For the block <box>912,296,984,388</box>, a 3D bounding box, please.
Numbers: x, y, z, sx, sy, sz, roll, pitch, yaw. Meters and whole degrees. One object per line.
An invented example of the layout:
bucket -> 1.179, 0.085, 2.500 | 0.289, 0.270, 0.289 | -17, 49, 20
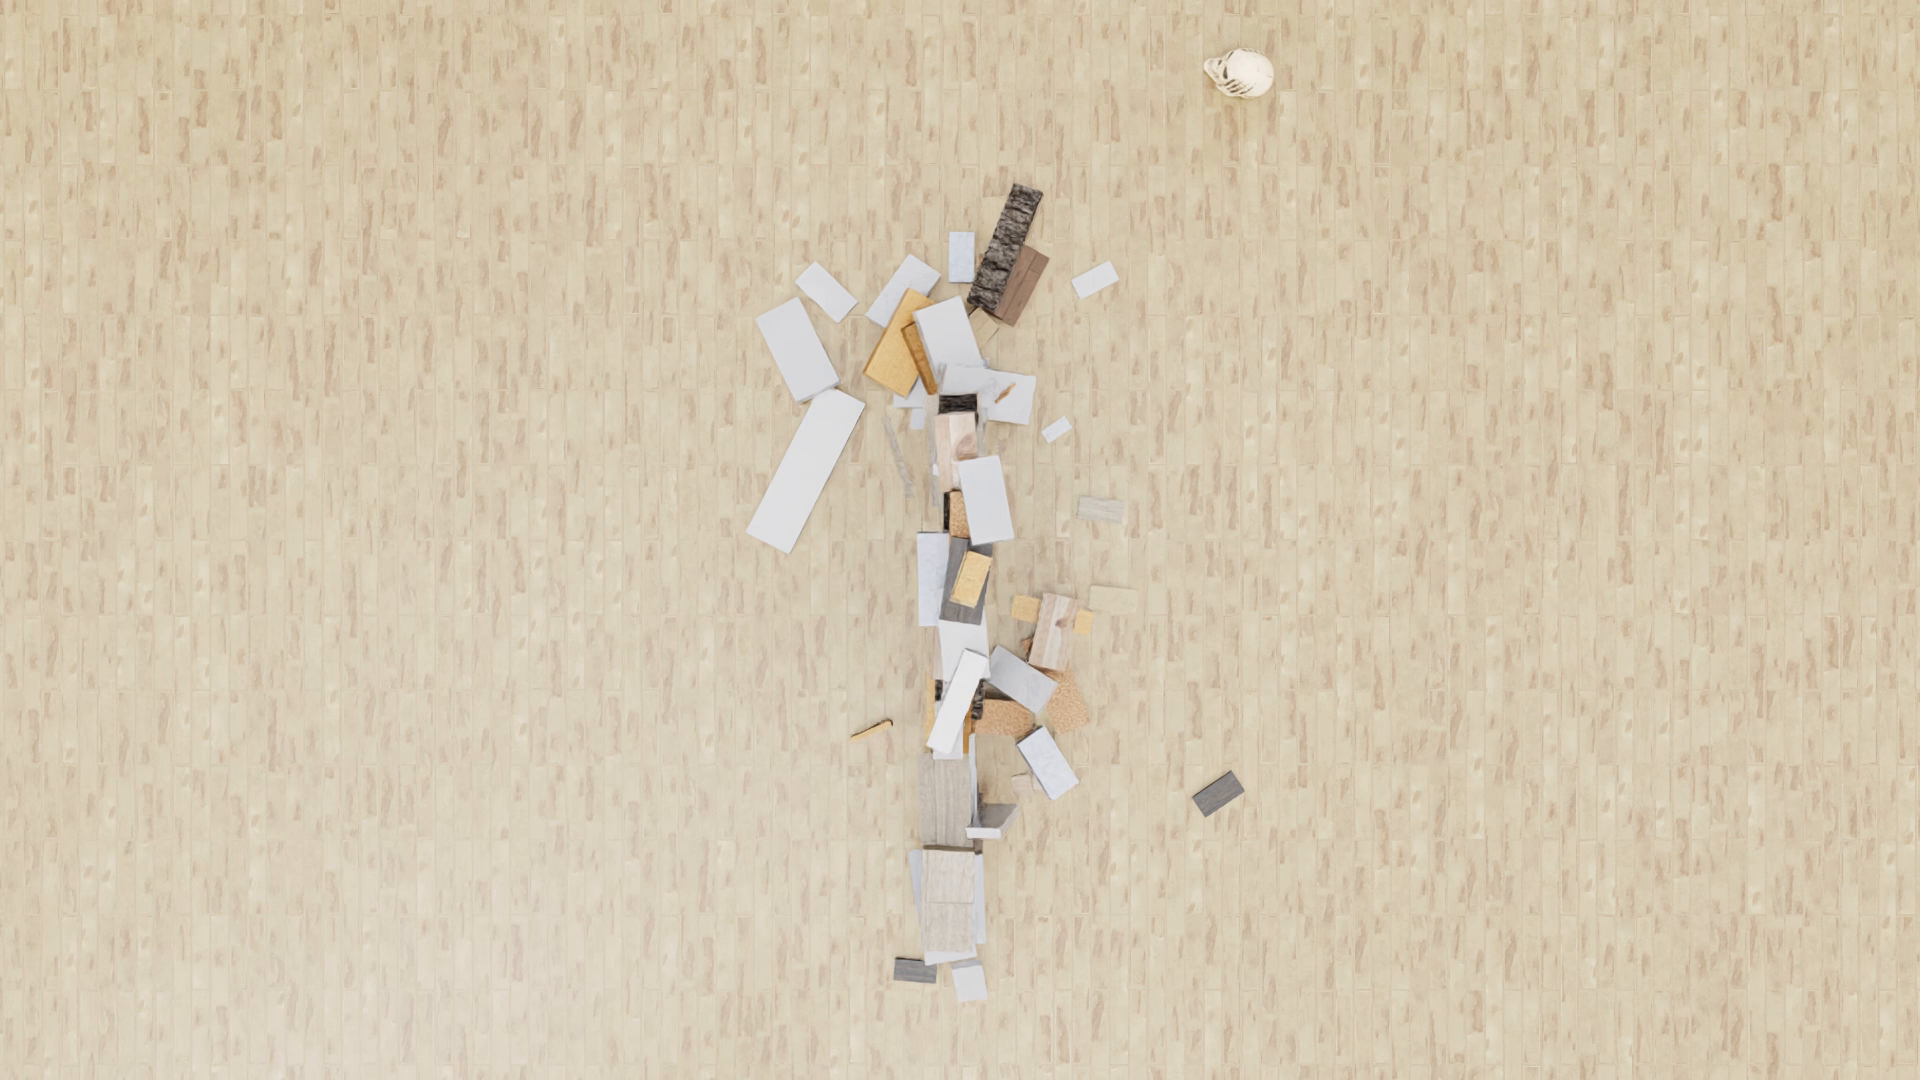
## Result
block -> -0.027, -0.616, 5.368 | 0.160, 0.045, 0.320 | -22, 102, -16

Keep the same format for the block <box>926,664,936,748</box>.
block -> -0.042, 0.541, 5.365 | 0.135, 0.038, 0.269 | 1, 87, 2

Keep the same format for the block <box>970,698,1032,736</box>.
block -> 0.137, 0.582, 5.421 | 0.223, 0.032, 0.112 | 7, 87, -34

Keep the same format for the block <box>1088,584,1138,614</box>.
block -> 0.509, 0.196, 5.489 | 0.159, 0.023, 0.080 | 5, 90, 0

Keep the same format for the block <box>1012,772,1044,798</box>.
block -> 0.246, 0.810, 5.490 | 0.143, 0.020, 0.072 | -10, 90, 0

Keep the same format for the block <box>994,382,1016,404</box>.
block -> 0.145, -0.473, 5.315 | 0.013, 0.095, 0.047 | 43, 65, -6

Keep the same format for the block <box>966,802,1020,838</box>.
block -> 0.108, 0.901, 5.307 | 0.112, 0.223, 0.032 | -2, 101, 19

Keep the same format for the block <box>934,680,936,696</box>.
block -> -0.004, 0.371, 5.216 | 0.149, 0.042, 0.299 | 1, 86, 0

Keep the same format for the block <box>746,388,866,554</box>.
block -> -0.510, -0.238, 5.477 | 0.160, 0.045, 0.558 | 27, 90, 0

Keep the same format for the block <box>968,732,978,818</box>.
block -> -0.017, 0.719, 5.398 | 0.135, 0.038, 0.375 | -2, 88, 1

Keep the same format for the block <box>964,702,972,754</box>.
block -> -0.012, 0.567, 5.088 | 0.088, 0.025, 0.176 | 5, 71, -1

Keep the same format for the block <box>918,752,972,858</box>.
block -> -0.048, 0.851, 5.307 | 0.166, 0.047, 0.331 | -2, 85, 1

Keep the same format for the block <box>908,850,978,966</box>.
block -> -0.057, 1.177, 5.336 | 0.166, 0.047, 0.365 | -10, 75, 0

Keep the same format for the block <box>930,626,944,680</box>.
block -> -0.012, 0.267, 4.994 | 0.139, 0.039, 0.322 | 4, 103, -1

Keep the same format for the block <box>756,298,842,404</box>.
block -> -0.535, -0.625, 5.452 | 0.160, 0.045, 0.319 | -27, 81, 0

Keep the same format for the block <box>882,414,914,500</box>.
block -> -0.197, -0.265, 5.280 | 0.020, 0.072, 0.277 | -17, 92, -3

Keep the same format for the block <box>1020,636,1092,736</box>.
block -> 0.320, 0.471, 5.483 | 0.121, 0.034, 0.337 | -21, 90, 0

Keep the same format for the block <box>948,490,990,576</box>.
block -> 0.030, -0.019, 4.859 | 0.123, 0.035, 0.247 | 1, 98, -3

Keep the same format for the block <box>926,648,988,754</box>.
block -> -0.008, 0.480, 4.906 | 0.075, 0.021, 0.316 | 21, 99, -3

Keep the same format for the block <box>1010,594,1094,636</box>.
block -> 0.305, 0.248, 5.489 | 0.269, 0.023, 0.080 | 14, 90, 0

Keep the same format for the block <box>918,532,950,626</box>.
block -> -0.054, 0.116, 4.917 | 0.139, 0.039, 0.277 | -1, 99, -1

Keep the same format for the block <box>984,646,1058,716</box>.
block -> 0.192, 0.461, 5.436 | 0.242, 0.034, 0.121 | 32, 88, 22

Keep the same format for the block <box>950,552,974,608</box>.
block -> 0.027, 0.115, 4.812 | 0.075, 0.021, 0.150 | 17, 96, -5

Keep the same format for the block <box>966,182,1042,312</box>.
block -> 0.147, -0.965, 5.434 | 0.099, 0.028, 0.430 | 20, 83, 12

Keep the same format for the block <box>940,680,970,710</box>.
block -> -0.007, 0.434, 5.077 | 0.088, 0.025, 0.176 | 6, 90, -1

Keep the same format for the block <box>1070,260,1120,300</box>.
block -> 0.449, -0.864, 5.490 | 0.144, 0.020, 0.072 | -27, 90, 0

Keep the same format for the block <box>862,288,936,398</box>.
block -> -0.176, -0.647, 5.409 | 0.160, 0.045, 0.319 | 29, 85, -19

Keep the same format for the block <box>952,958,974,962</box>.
block -> -0.015, 1.272, 5.389 | 0.099, 0.028, 0.198 | -7, 81, 0

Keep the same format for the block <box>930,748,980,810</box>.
block -> -0.019, 0.746, 5.438 | 0.145, 0.041, 0.290 | -6, 88, 2

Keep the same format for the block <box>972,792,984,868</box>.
block -> 0.004, 1.070, 5.479 | 0.145, 0.041, 0.453 | 0, 90, 0

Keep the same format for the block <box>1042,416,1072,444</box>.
block -> 0.321, -0.368, 5.493 | 0.094, 0.013, 0.047 | -34, 90, 0

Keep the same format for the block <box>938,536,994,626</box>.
block -> 0.018, 0.119, 4.841 | 0.123, 0.035, 0.247 | 8, 97, -4

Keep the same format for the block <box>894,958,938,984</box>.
block -> -0.148, 1.434, 5.490 | 0.143, 0.020, 0.072 | 5, 90, 0

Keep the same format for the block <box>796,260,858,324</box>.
block -> -0.443, -0.823, 5.486 | 0.198, 0.028, 0.099 | 44, 90, 0
